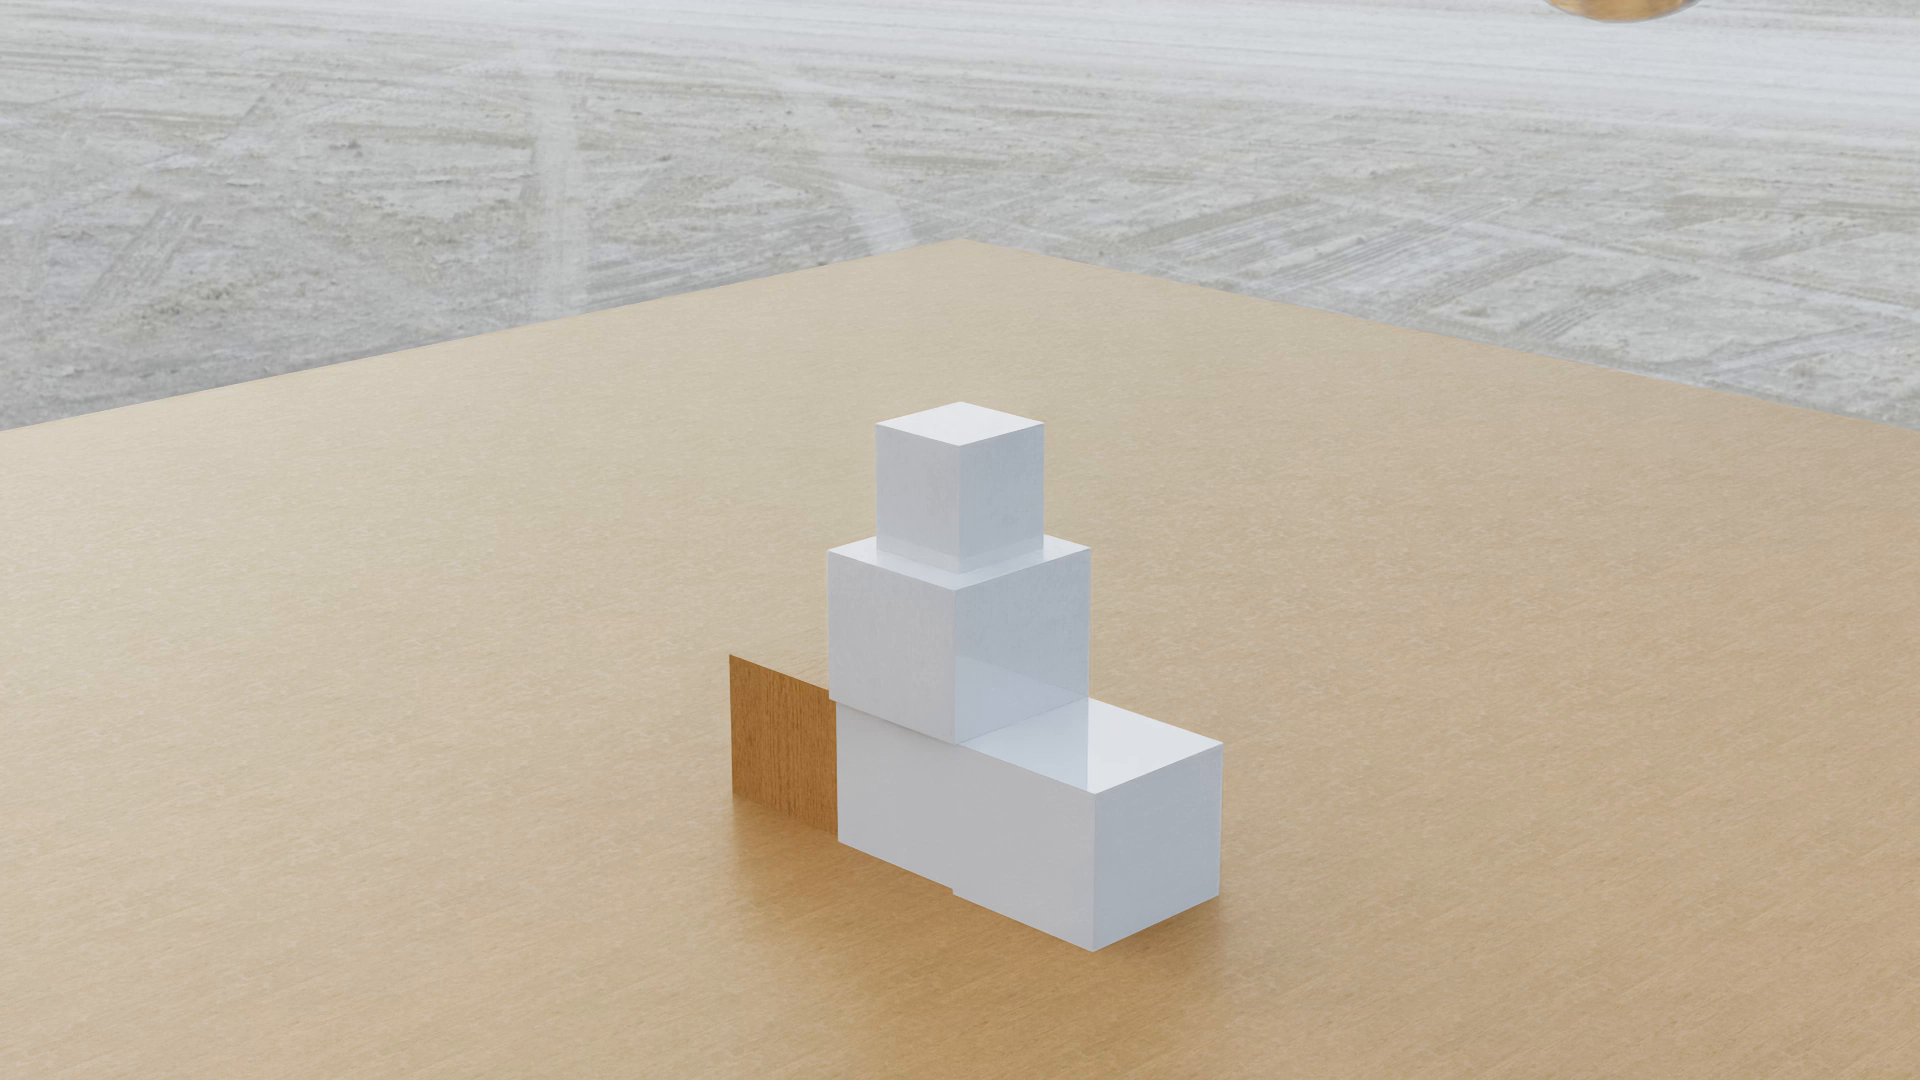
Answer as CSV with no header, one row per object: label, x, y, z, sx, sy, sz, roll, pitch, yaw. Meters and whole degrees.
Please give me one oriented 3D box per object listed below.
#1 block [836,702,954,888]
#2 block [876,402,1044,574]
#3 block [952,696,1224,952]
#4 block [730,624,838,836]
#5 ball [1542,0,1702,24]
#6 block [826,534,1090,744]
block,-0.013,1.070,13.711,0.792,0.738,0.799,-17,24,-42
block,0.000,-0.243,13.265,0.545,0.592,0.532,-17,24,-42
block,0.569,1.251,13.137,0.843,0.737,0.856,-17,24,-42
block,-0.591,0.908,14.248,0.692,0.725,0.793,-17,24,-42
ball,3.645,-3.630,16.022,1.600,1.600,1.600,0,17,0
block,-0.004,0.384,13.458,0.877,0.721,0.822,-17,24,-42
